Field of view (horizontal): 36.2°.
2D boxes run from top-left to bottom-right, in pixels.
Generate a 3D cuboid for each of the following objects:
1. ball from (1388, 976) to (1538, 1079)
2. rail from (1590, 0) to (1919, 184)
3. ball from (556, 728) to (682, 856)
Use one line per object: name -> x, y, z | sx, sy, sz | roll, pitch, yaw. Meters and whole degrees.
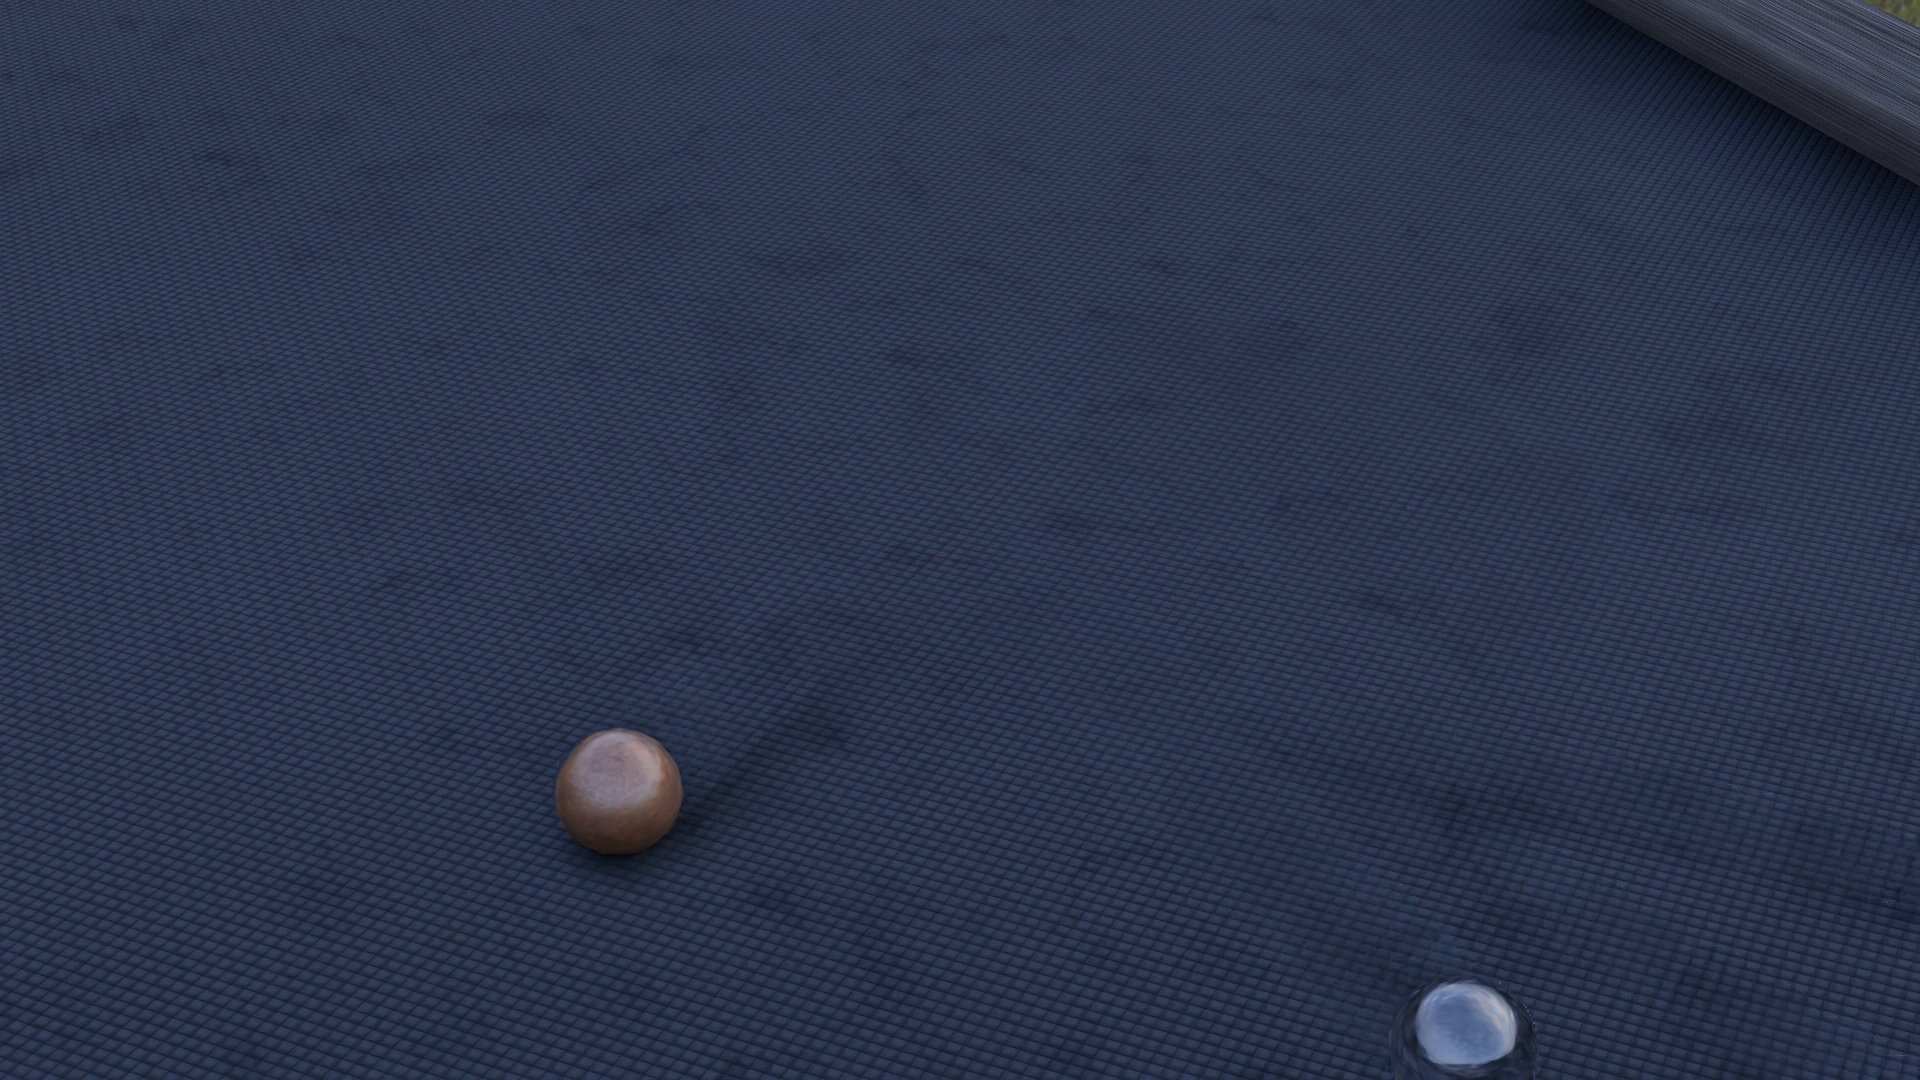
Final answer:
ball -> 0.240, 0.243, 1.405 | 0.070, 0.070, 0.070 | 0, 28, 0
rail -> 0.629, -0.582, 2.907 | 0.045, 0.128, 3.587 | -9, 29, -17
ball -> -0.186, 0.138, 1.607 | 0.069, 0.069, 0.069 | 0, 28, 0
